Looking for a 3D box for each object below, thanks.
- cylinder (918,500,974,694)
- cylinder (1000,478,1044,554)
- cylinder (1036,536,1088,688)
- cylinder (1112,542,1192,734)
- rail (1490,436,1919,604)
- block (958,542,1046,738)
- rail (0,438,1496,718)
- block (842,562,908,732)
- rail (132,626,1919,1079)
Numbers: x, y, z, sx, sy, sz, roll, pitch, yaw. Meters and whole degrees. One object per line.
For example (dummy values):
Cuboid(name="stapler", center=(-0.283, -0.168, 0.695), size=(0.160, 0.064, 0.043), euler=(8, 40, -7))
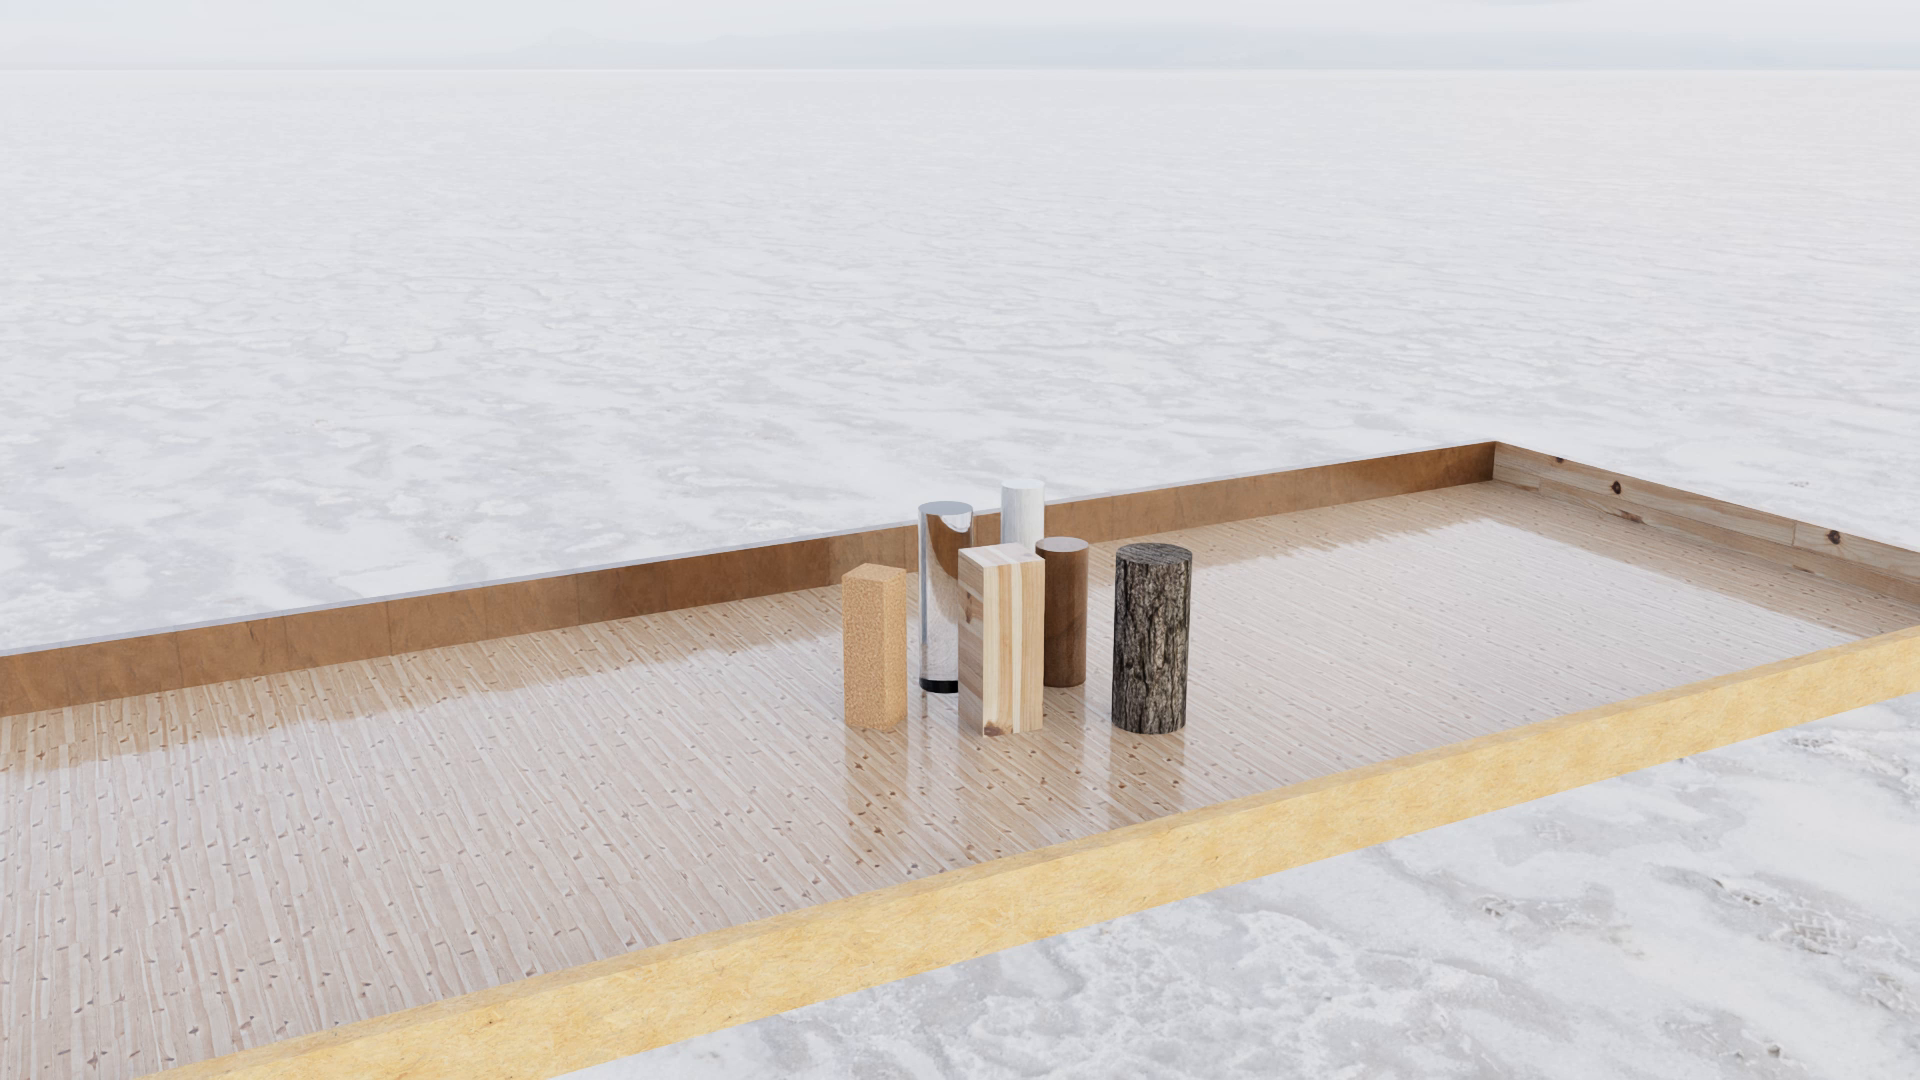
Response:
Cuboid(name="cylinder", center=(-0.035, 0.141, 4.066), size=(0.135, 0.456, 0.135), euler=(0, 16, 0))
Cuboid(name="cylinder", center=(0.164, 0.065, 4.350), size=(0.114, 0.442, 0.114), euler=(0, 16, 0))
Cuboid(name="cylinder", center=(0.252, 0.180, 4.116), size=(0.133, 0.353, 0.133), euler=(0, 16, 0))
Cuboid(name="cylinder", center=(0.446, 0.228, 3.846), size=(0.175, 0.412, 0.175), euler=(0, 16, 0))
Cuboid(name="rail", center=(2.466, -0.048, 5.253), size=(0.050, 0.150, 2.100), euler=(-9, 18, -27))
Cuboid(name="block", center=(0.094, 0.231, 3.837), size=(0.151, 0.413, 0.151), euler=(-7, 18, -21))
Cuboid(name="rail", center=(-3.305, 0.497, 3.399), size=(12.000, 0.150, 0.050), euler=(-9, 18, -27))
Cuboid(name="block", center=(-0.198, 0.250, 3.858), size=(0.109, 0.365, 0.109), euler=(8, 18, 25))
Cuboid(name="rail", center=(-2.336, 1.006, 1.665), size=(12.000, 0.150, 0.050), euler=(-9, 18, -27))
